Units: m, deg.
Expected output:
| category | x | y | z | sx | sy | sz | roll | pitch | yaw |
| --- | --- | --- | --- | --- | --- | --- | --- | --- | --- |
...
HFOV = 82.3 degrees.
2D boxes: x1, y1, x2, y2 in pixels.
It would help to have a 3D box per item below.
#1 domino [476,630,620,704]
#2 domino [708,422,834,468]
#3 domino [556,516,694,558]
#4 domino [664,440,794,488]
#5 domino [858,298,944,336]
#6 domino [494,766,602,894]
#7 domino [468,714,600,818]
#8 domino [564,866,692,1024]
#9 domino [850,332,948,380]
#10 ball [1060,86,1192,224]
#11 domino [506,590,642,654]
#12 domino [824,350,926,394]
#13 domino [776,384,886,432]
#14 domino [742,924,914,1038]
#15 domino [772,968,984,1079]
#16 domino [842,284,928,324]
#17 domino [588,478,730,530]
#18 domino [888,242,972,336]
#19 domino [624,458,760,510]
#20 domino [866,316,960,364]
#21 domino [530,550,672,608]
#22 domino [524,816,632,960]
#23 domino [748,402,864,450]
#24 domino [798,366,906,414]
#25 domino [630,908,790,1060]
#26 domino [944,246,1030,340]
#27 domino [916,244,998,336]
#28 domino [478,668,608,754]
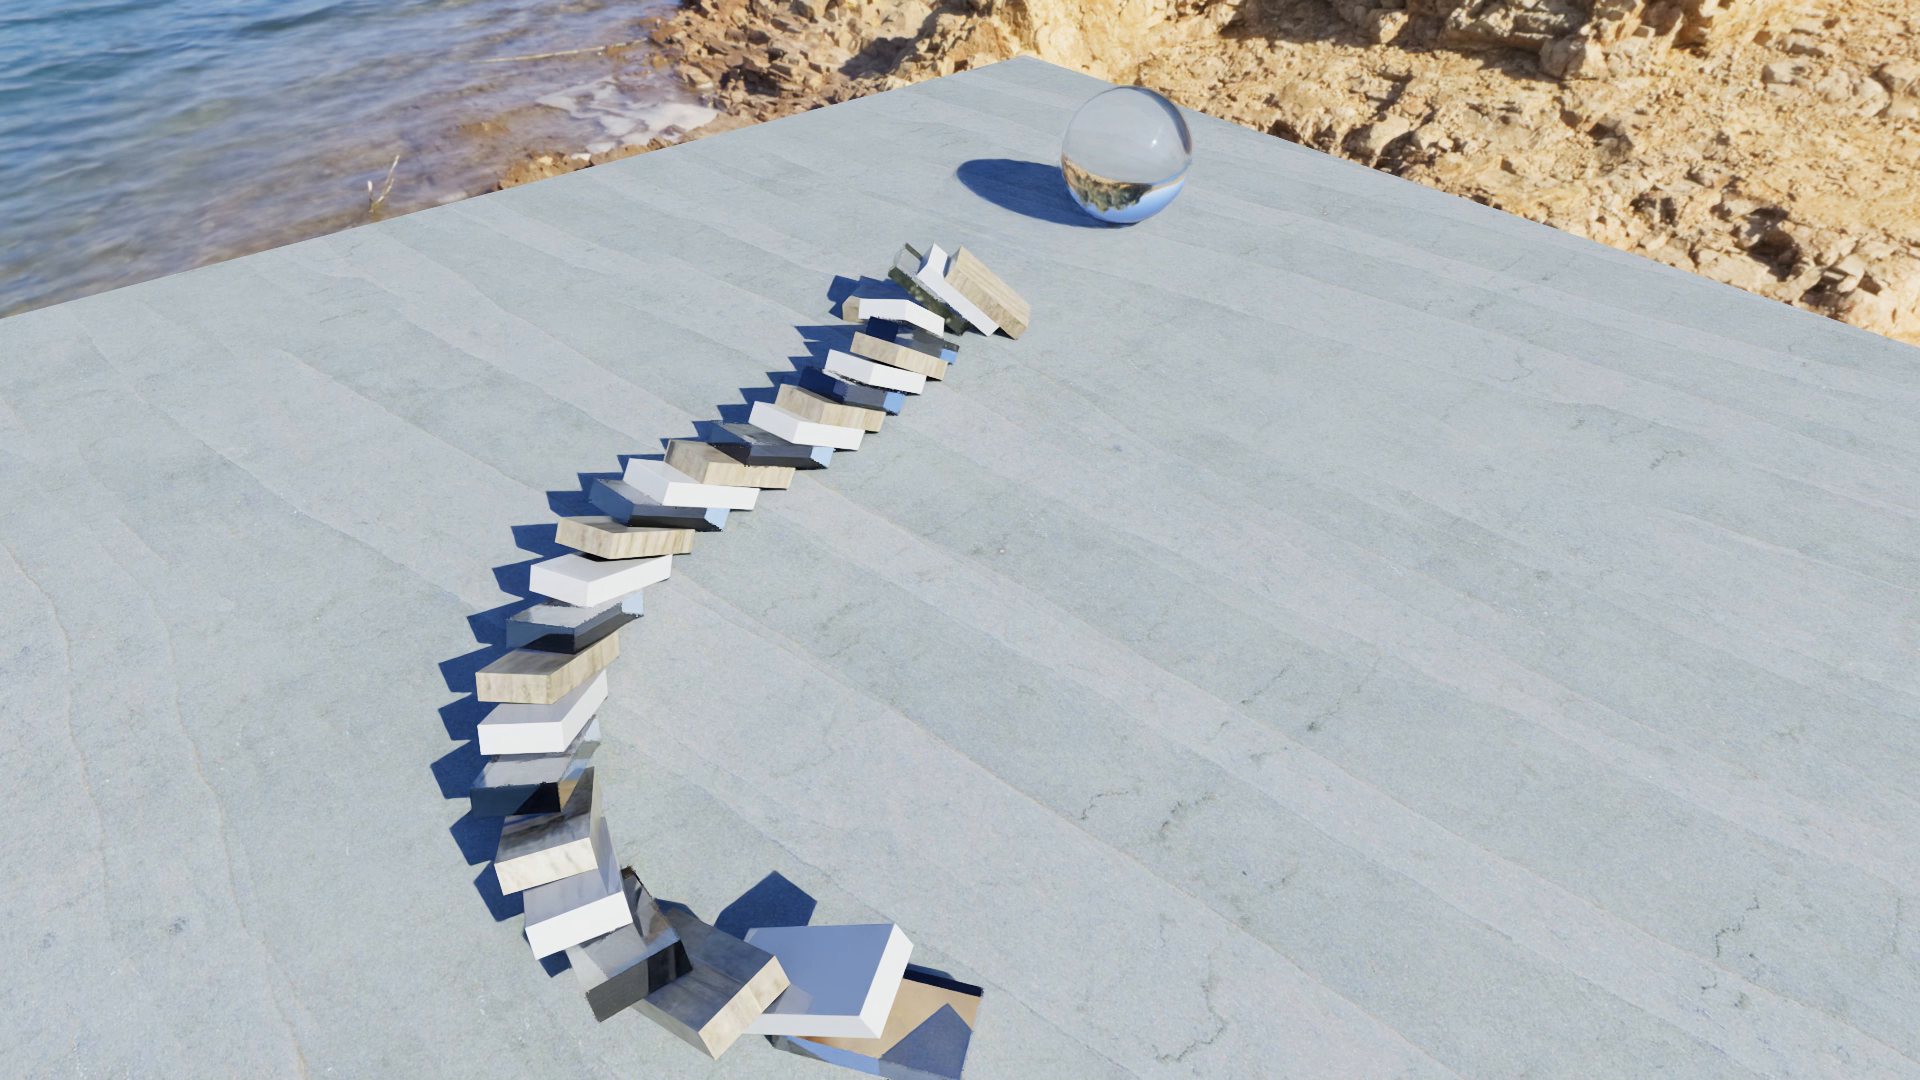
| category | x | y | z | sx | sy | sz | roll | pitch | yaw |
| --- | --- | --- | --- | --- | --- | --- | --- | --- | --- |
| domino | -0.139 | 0.042 | 0.374 | 0.025 | 0.009 | 0.050 | 1 | 12 | 7 |
| domino | -0.081 | -0.041 | 0.475 | 0.025 | 0.010 | 0.050 | 29 | 18 | 30 |
| domino | -0.128 | -0.002 | 0.423 | 0.025 | 0.009 | 0.050 | 15 | 7 | 20 |
| domino | -0.096 | -0.032 | 0.463 | 0.025 | 0.010 | 0.050 | 28 | 16 | 30 |
| domino | -0.029 | -0.112 | 0.555 | 0.025 | 0.009 | 0.050 | 6 | 2 | 20 |
| domino | -0.120 | 0.084 | 0.324 | 0.025 | 0.009 | 0.050 | -14 | 15 | -14 |
| domino | -0.131 | 0.069 | 0.343 | 0.025 | 0.009 | 0.050 | -3 | 14 | -4 |
| domino | -0.093 | 0.107 | 0.296 | 0.025 | 0.009 | 0.050 | -24 | 19 | -26 |
| domino | -0.029 | -0.088 | 0.530 | 0.025 | 0.009 | 0.050 | 21 | 9 | 24 |
| ball | 0.102 | -0.236 | 0.676 | 0.080 | 0.080 | 0.080 | 0 | 39 | 0 |
| domino | -0.136 | 0.027 | 0.393 | 0.025 | 0.009 | 0.050 | 6 | 13 | 9 |
| domino | -0.039 | -0.079 | 0.520 | 0.025 | 0.010 | 0.050 | 21 | 11 | 24 |
| domino | -0.057 | -0.059 | 0.494 | 0.025 | 0.009 | 0.050 | 25 | 12 | 24 |
| domino | -0.039 | 0.113 | 0.283 | 0.050 | 0.010 | 0.025 | -14 | 33 | 31 |
| domino | -0.021 | 0.126 | 0.290 | 0.050 | 0.009 | 0.025 | 9 | 40 | 11 |
| domino | -0.036 | -0.125 | 0.596 | 0.050 | 0.010 | 0.025 | 12 | 41 | 15 |
| domino | -0.120 | -0.014 | 0.440 | 0.025 | 0.009 | 0.050 | 28 | 14 | 30 |
| domino | -0.014 | -0.132 | 0.581 | 0.050 | 0.009 | 0.025 | 37 | 35 | -20 |
| domino | -0.109 | -0.023 | 0.450 | 0.025 | 0.010 | 0.050 | 28 | 14 | 30 |
| domino | -0.023 | -0.098 | 0.542 | 0.025 | 0.009 | 0.050 | 21 | 9 | 24 |
| domino | -0.134 | 0.012 | 0.413 | 0.025 | 0.010 | 0.050 | 15 | 16 | 17 |
| domino | -0.109 | 0.096 | 0.309 | 0.025 | 0.010 | 0.050 | -17 | 16 | -19 |
| domino | -0.067 | -0.050 | 0.483 | 0.025 | 0.009 | 0.050 | 25 | 12 | 25 |
| domino | -0.049 | -0.069 | 0.506 | 0.025 | 0.009 | 0.050 | 25 | 12 | 24 |
| domino | -0.070 | 0.114 | 0.287 | 0.050 | 0.010 | 0.025 | 0 | 30 | 46 |
| domino | 0.015 | -0.130 | 0.578 | 0.050 | 0.010 | 0.025 | 37 | 35 | -20 |
| domino | 0.001 | -0.132 | 0.581 | 0.050 | 0.010 | 0.025 | 37 | 35 | -20 |
| domino | -0.135 | 0.055 | 0.359 | 0.025 | 0.009 | 0.050 | -2 | 12 | -2 |
